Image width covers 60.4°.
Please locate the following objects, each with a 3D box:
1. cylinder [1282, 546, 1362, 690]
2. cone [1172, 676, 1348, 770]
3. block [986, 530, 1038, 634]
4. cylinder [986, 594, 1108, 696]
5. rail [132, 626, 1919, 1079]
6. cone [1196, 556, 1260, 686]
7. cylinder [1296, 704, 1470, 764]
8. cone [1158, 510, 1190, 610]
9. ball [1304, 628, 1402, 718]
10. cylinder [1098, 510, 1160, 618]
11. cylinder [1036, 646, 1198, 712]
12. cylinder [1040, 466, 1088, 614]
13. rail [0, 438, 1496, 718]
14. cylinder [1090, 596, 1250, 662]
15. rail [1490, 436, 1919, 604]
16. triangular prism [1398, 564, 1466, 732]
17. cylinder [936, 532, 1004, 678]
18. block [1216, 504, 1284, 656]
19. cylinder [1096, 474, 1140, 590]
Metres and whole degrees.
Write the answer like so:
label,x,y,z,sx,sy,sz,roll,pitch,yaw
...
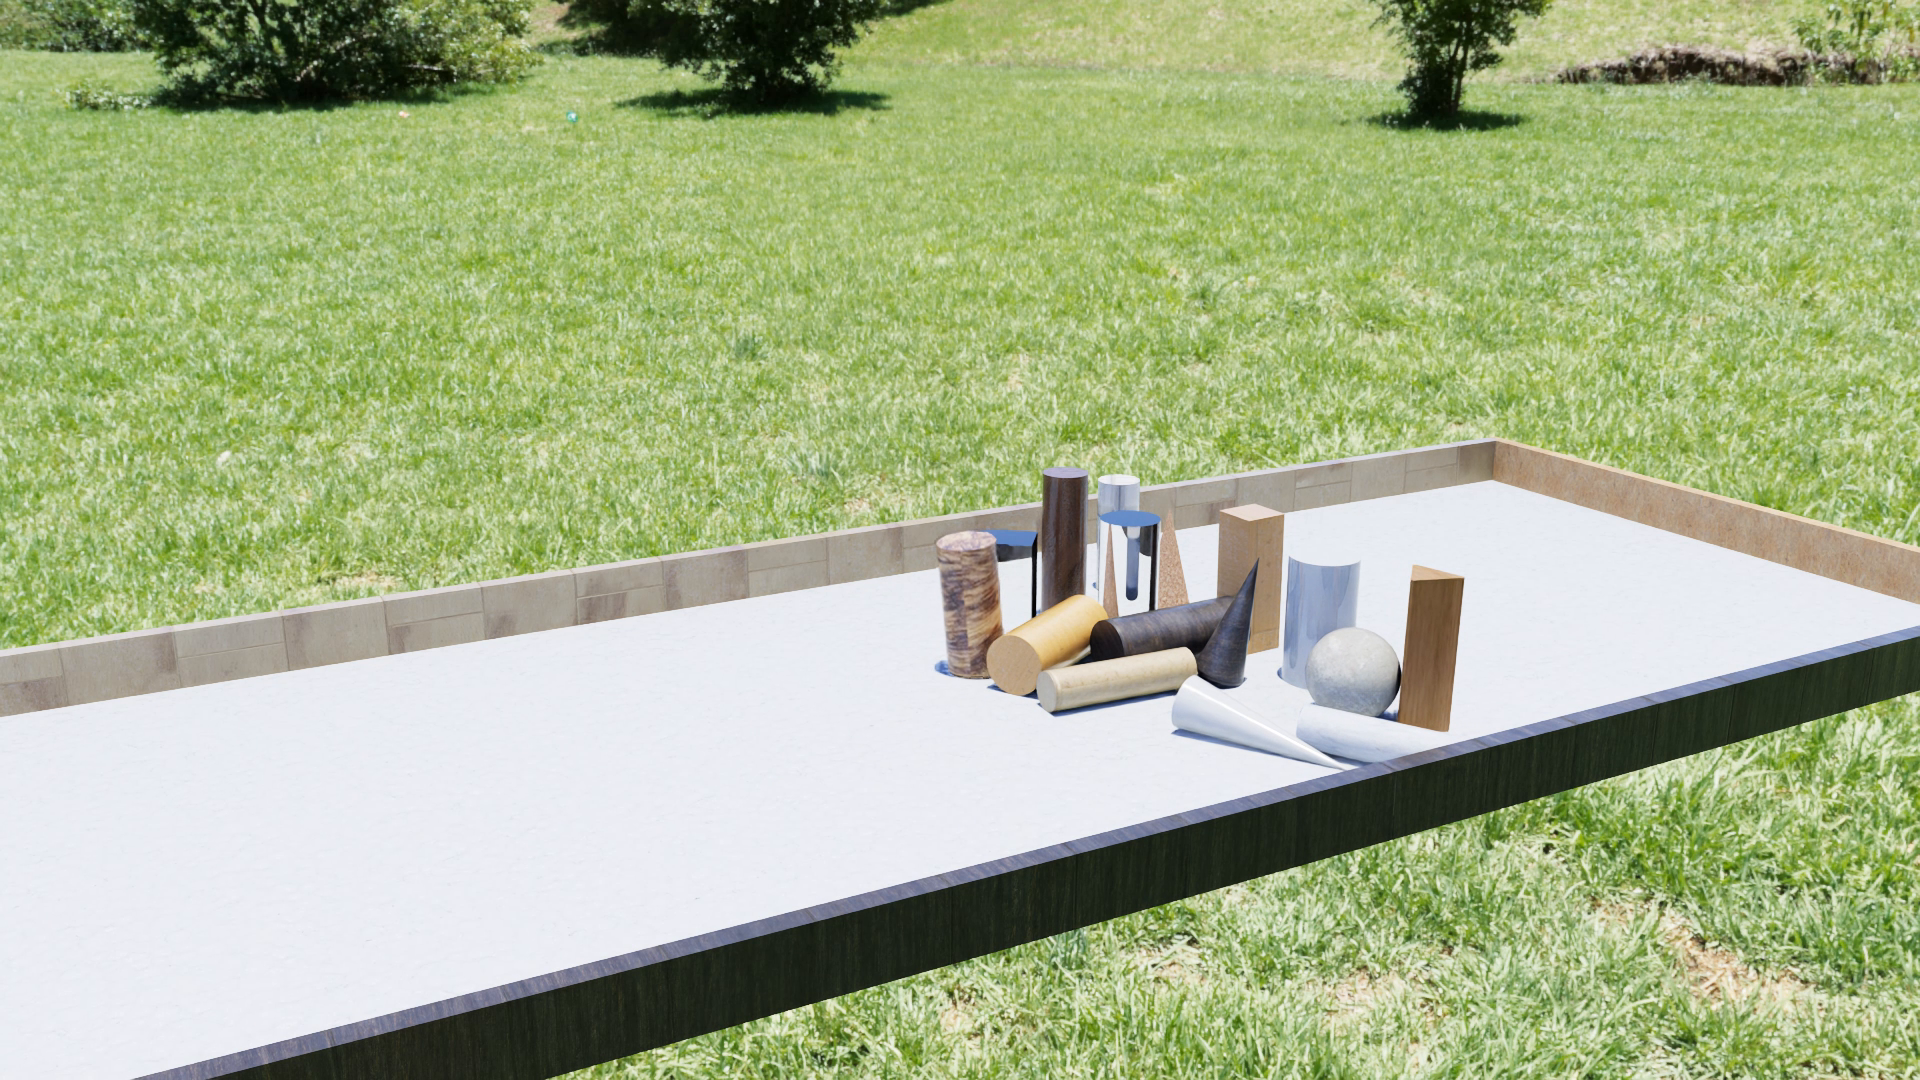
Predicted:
label,x,y,z,sx,sy,sz,roll,pitch,yaw
cylinder,0.901,0.194,4.120,0.176,0.325,0.176,0,16,0
cone,0.697,0.444,3.730,0.433,0.130,0.130,22,26,32
block,0.127,0.139,4.347,0.137,0.302,0.137,3,16,9
cylinder,0.228,0.263,4.186,0.155,0.155,0.368,10,19,30
rail,-2.336,1.006,1.665,12.000,0.150,0.050,-9,18,-27
cone,0.693,0.188,4.099,0.130,0.323,0.130,15,17,-5
cylinder,0.958,0.452,3.637,0.418,0.100,0.100,10,19,31
cone,0.578,0.060,4.583,0.148,0.319,0.148,0,16,0
ball,0.925,0.316,3.885,0.222,0.222,0.222,0,16,0
cylinder,0.442,0.115,4.330,0.158,0.357,0.158,0,16,0
cylinder,0.385,0.339,4.023,0.394,0.100,0.100,-8,18,-24
cylinder,0.289,0.014,4.570,0.127,0.416,0.127,0,16,0
rail,-3.305,0.497,3.399,12.000,0.150,0.050,-9,18,-27
cylinder,0.542,0.249,4.235,0.398,0.153,0.153,-9,19,-28
rail,2.466,-0.048,5.253,0.050,0.150,2.100,-9,18,-27
triangular prism,1.066,0.252,3.831,0.133,0.374,0.115,-3,16,-12
cylinder,0.030,0.164,4.170,0.149,0.341,0.149,-5,18,2
block,0.763,0.104,4.347,0.119,0.368,0.119,-11,19,-29
cylinder,0.461,-0.016,4.824,0.121,0.330,0.121,0,16,0
